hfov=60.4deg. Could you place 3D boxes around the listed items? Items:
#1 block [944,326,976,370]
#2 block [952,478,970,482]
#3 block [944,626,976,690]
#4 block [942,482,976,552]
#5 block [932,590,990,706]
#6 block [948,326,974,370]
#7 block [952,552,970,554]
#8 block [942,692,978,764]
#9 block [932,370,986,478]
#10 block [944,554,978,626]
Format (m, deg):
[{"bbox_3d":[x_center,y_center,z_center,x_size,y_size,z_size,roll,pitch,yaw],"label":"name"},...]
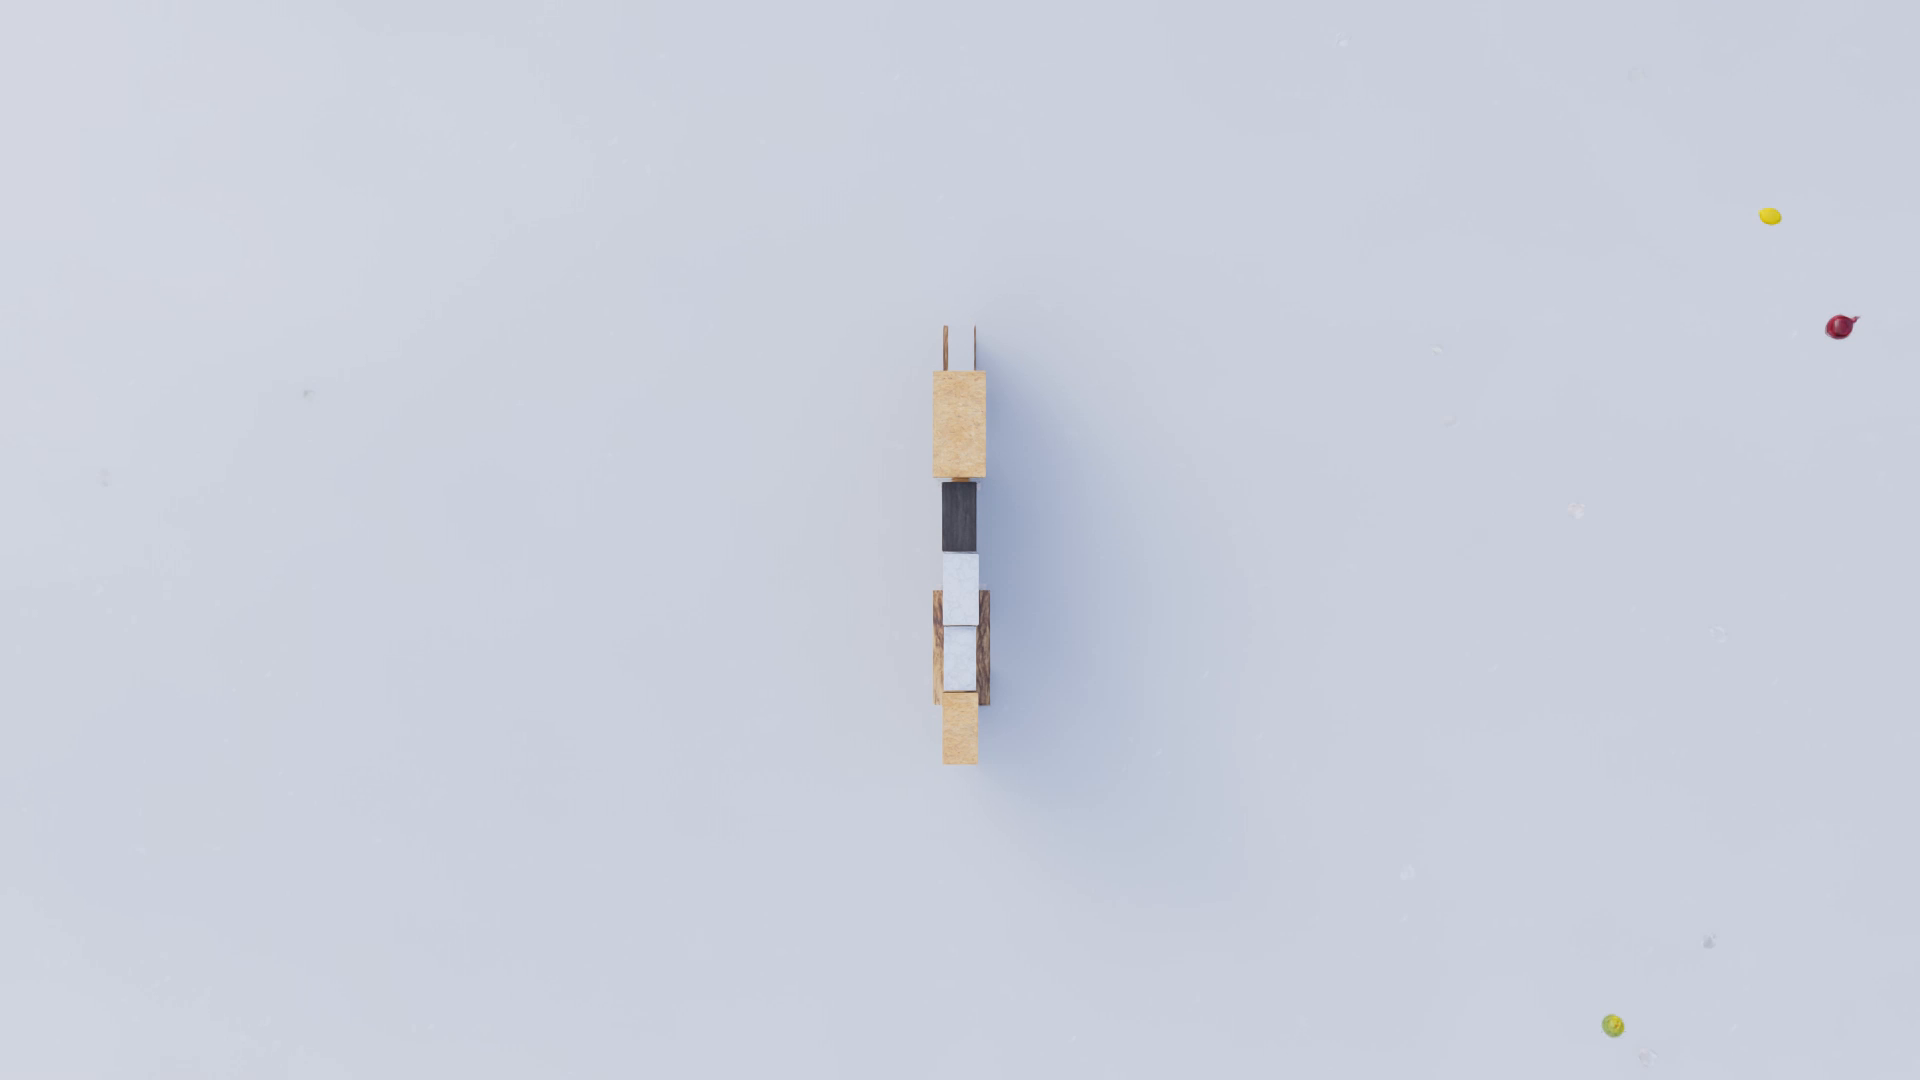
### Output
[{"bbox_3d":[-0.002,-0.581,5.278,0.103,0.029,0.207,0,90,0],"label":"block"},{"bbox_3d":[0.002,-0.155,5.378,0.057,0.016,0.114,0,90,0],"label":"block"},{"bbox_3d":[0.000,0.350,4.892,0.095,0.027,0.190,0,90,0],"label":"block"},{"bbox_3d":[-0.002,-0.072,5.133,0.108,0.031,0.216,0,90,0],"label":"block"},{"bbox_3d":[0.005,0.333,5.120,0.177,0.050,0.355,0,90,0],"label":"block"},{"bbox_3d":[0.004,-0.582,5.093,0.080,0.023,0.159,0,90,0],"label":"block"},{"bbox_3d":[0.002,0.091,5.372,0.060,0.017,0.120,0,90,0],"label":"block"},{"bbox_3d":[0.001,0.556,4.869,0.106,0.030,0.211,0,90,0],"label":"block"},{"bbox_3d":[-0.002,-0.341,4.874,0.156,0.044,0.312,0,90,0],"label":"block"},{"bbox_3d":[0.003,0.146,4.871,0.105,0.030,0.210,0,90,0],"label":"block"}]
